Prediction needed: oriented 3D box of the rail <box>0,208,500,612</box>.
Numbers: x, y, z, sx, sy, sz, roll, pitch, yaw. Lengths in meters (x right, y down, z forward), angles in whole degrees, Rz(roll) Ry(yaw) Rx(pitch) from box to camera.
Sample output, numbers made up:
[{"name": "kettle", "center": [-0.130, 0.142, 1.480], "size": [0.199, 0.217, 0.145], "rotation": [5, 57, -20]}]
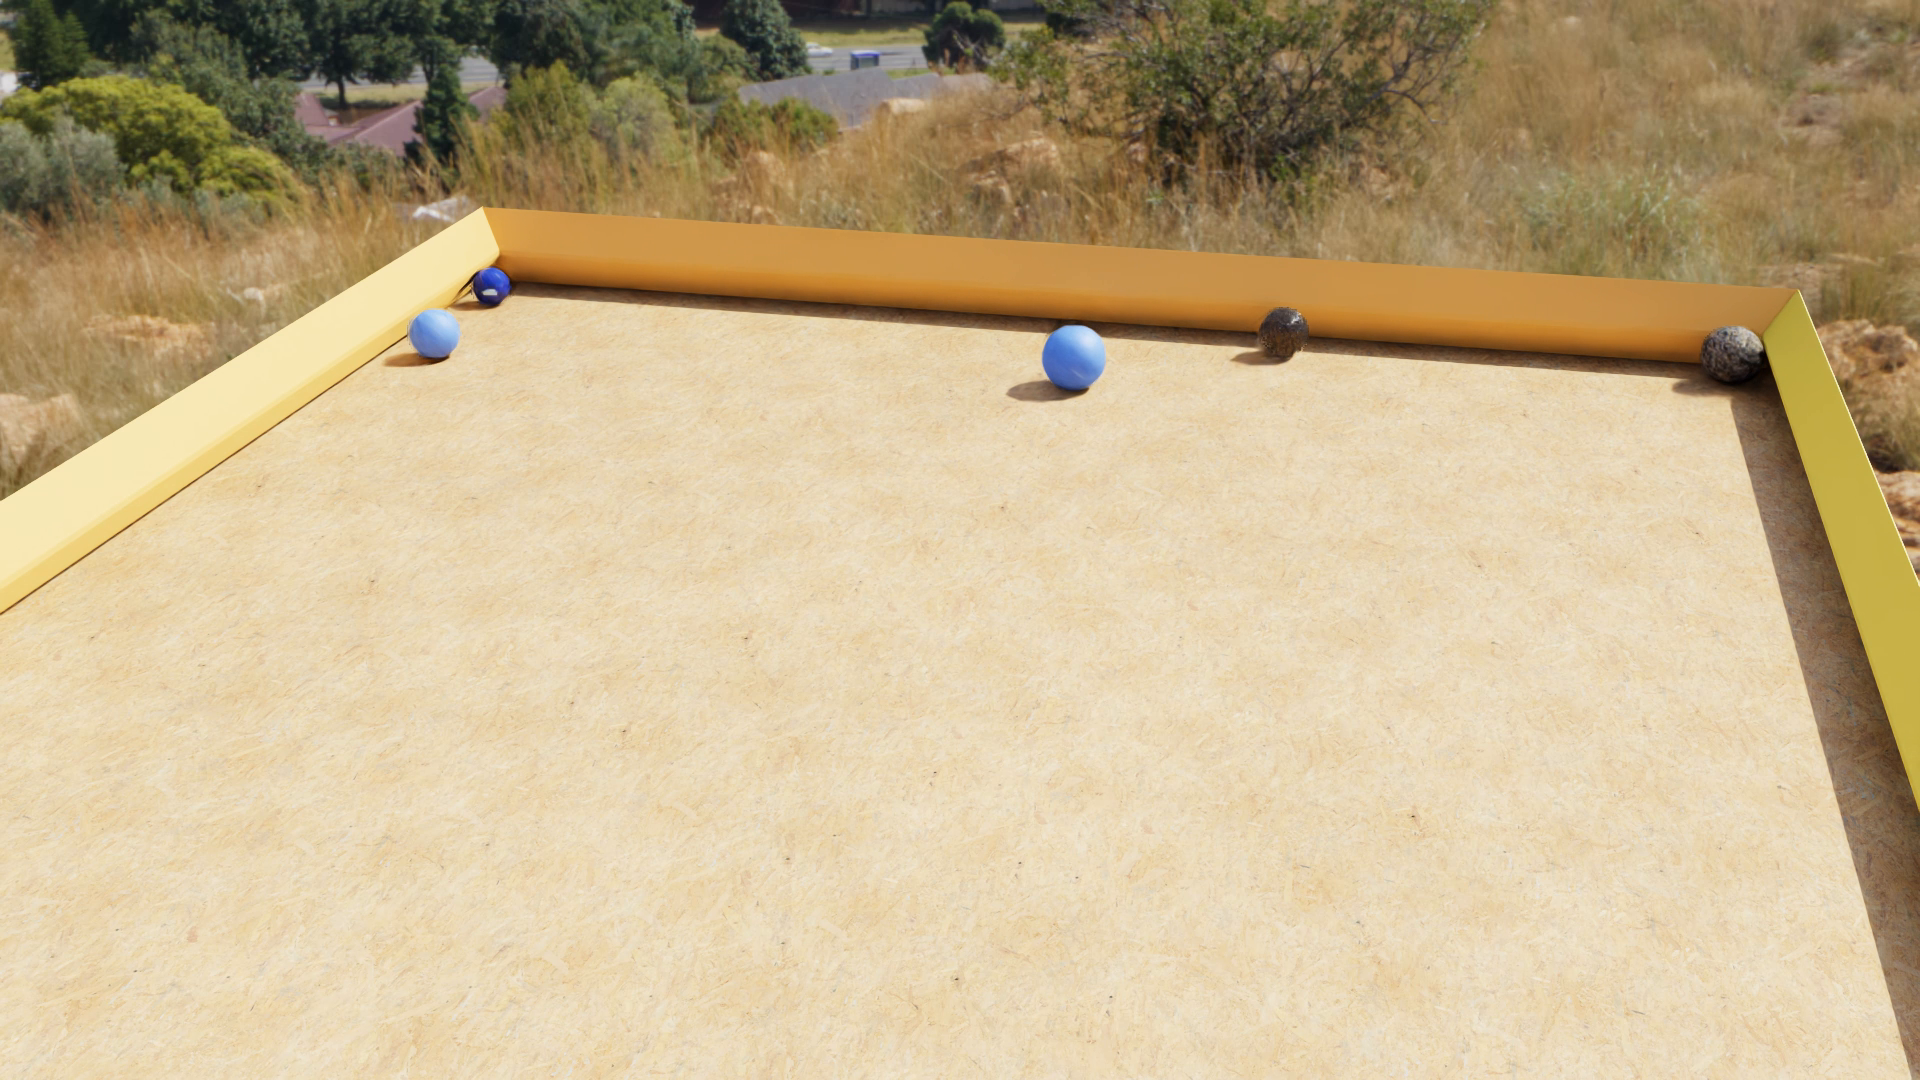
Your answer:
[{"name": "rail", "center": [-1.130, 0.255, 1.792], "size": [0.045, 0.114, 3.677], "rotation": [5, 24, 12]}]

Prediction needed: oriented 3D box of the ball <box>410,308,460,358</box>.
[{"name": "ball", "center": [-0.739, -0.291, 3.098], "size": [0.070, 0.070, 0.070], "rotation": [0, 24, 0]}]

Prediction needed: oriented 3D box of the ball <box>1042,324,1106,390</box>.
[{"name": "ball", "center": [0.154, -0.248, 2.977], "size": [0.088, 0.088, 0.088], "rotation": [0, 24, 0]}]

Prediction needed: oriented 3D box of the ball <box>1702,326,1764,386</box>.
[{"name": "ball", "center": [1.052, -0.250, 2.992], "size": [0.080, 0.080, 0.080], "rotation": [0, 24, 0]}]

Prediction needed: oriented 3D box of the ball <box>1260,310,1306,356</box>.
[{"name": "ball", "center": [0.456, -0.292, 3.105], "size": [0.067, 0.067, 0.067], "rotation": [0, 24, 0]}]

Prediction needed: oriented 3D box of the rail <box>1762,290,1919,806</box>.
[{"name": "rail", "center": [0.721, 0.424, 1.404], "size": [0.045, 0.114, 3.677], "rotation": [5, 24, 12]}]

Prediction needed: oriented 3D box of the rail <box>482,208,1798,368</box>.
[{"name": "rail", "center": [0.199, -0.369, 3.220], "size": [1.946, 0.114, 0.045], "rotation": [5, 24, 12]}]

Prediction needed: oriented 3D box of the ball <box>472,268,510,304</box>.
[{"name": "ball", "center": [-0.709, -0.384, 3.328], "size": [0.057, 0.057, 0.057], "rotation": [0, 24, 0]}]
